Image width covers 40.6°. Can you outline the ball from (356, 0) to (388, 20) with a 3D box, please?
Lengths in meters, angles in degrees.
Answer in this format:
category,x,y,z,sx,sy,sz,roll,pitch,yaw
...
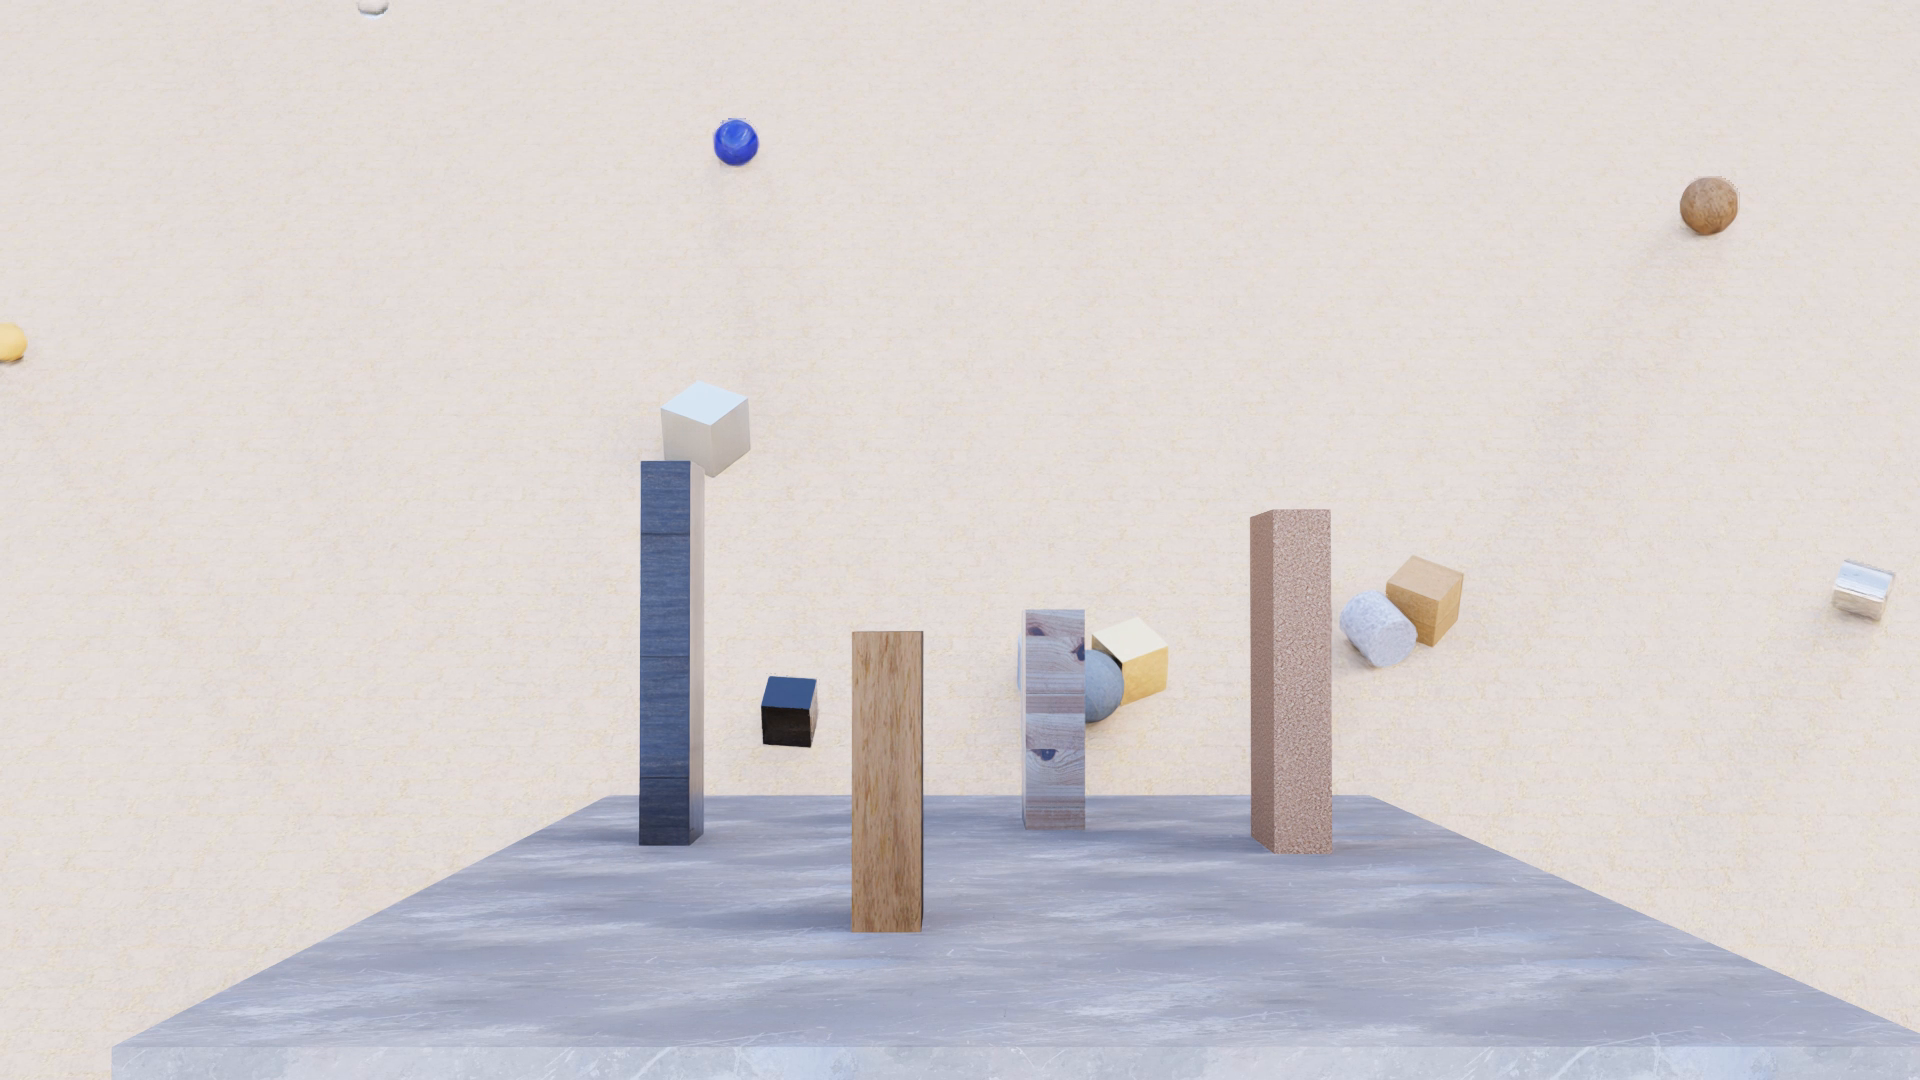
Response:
category,x,y,z,sx,sy,sz,roll,pitch,yaw
ball,-2.517,-2.300,11.131,0.137,0.137,0.137,0,35,0

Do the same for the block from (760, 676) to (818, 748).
category,x,y,z,sx,sy,sz,roll,pitch,yaw
block,-0.467,0.472,7.133,0.134,0.134,0.134,3,35,5

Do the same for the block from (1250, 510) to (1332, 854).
category,x,y,z,sx,sy,sz,roll,pitch,yaw
block,0.678,0.285,5.343,0.114,0.681,0.413,0,-2,0

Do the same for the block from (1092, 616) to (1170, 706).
category,x,y,z,sx,sy,sz,roll,pitch,yaw
block,0.476,0.341,7.302,0.156,0.156,0.156,-19,39,-25

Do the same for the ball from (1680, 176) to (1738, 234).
category,x,y,z,sx,sy,sz,roll,pitch,yaw
ball,2.745,-1.225,9.516,0.209,0.209,0.209,0,35,0

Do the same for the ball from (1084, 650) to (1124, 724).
category,x,y,z,sx,sy,sz,roll,pitch,yaw
ball,0.352,0.404,7.170,0.203,0.203,0.203,0,35,0

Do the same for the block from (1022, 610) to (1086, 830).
category,x,y,z,sx,sy,sz,roll,pitch,yaw
block,0.209,0.400,5.901,0.131,0.484,0.387,0,-2,0

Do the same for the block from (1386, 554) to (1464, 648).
category,x,y,z,sx,sy,sz,roll,pitch,yaw
block,1.342,0.176,7.532,0.165,0.165,0.165,22,40,28

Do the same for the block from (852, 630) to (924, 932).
category,x,y,z,sx,sy,sz,roll,pitch,yaw
block,-0.109,0.363,3.988,0.103,0.446,0.265,0,-2,0

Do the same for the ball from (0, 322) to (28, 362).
category,x,y,z,sx,sy,sz,roll,pitch,yaw
ball,-3.224,-0.668,8.781,0.131,0.131,0.131,0,35,0

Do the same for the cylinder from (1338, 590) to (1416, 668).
category,x,y,z,sx,sy,sz,roll,pitch,yaw
cylinder,1.194,0.253,7.425,0.160,0.160,0.160,-14,38,-20

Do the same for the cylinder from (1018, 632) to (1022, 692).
category,x,y,z,sx,sy,sz,roll,pitch,yaw
cylinder,0.241,0.342,7.300,0.158,0.158,0.158,0,35,0

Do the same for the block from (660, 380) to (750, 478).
category,x,y,z,sx,sy,sz,roll,pitch,yaw
block,-0.809,-0.354,8.269,0.197,0.197,0.197,20,39,26

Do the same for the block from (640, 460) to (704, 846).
category,x,y,z,sx,sy,sz,roll,pitch,yaw
block,-0.605,0.236,5.472,0.103,0.789,0.297,0,-2,0

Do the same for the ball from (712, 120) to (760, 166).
category,x,y,z,sx,sy,sz,roll,pitch,yaw
ball,-0.860,-1.525,9.976,0.178,0.178,0.178,0,35,0

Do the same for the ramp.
category,x,y,z,sx,sy,sz,roll,pitch,yaw
ramp,0.077,0.661,4.822,2.000,0.100,4.000,0,-2,0

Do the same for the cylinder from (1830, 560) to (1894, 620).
category,x,y,z,sx,sy,sz,roll,pitch,yaw
cylinder,2.640,0.146,7.596,0.141,0.141,0.141,19,39,25
